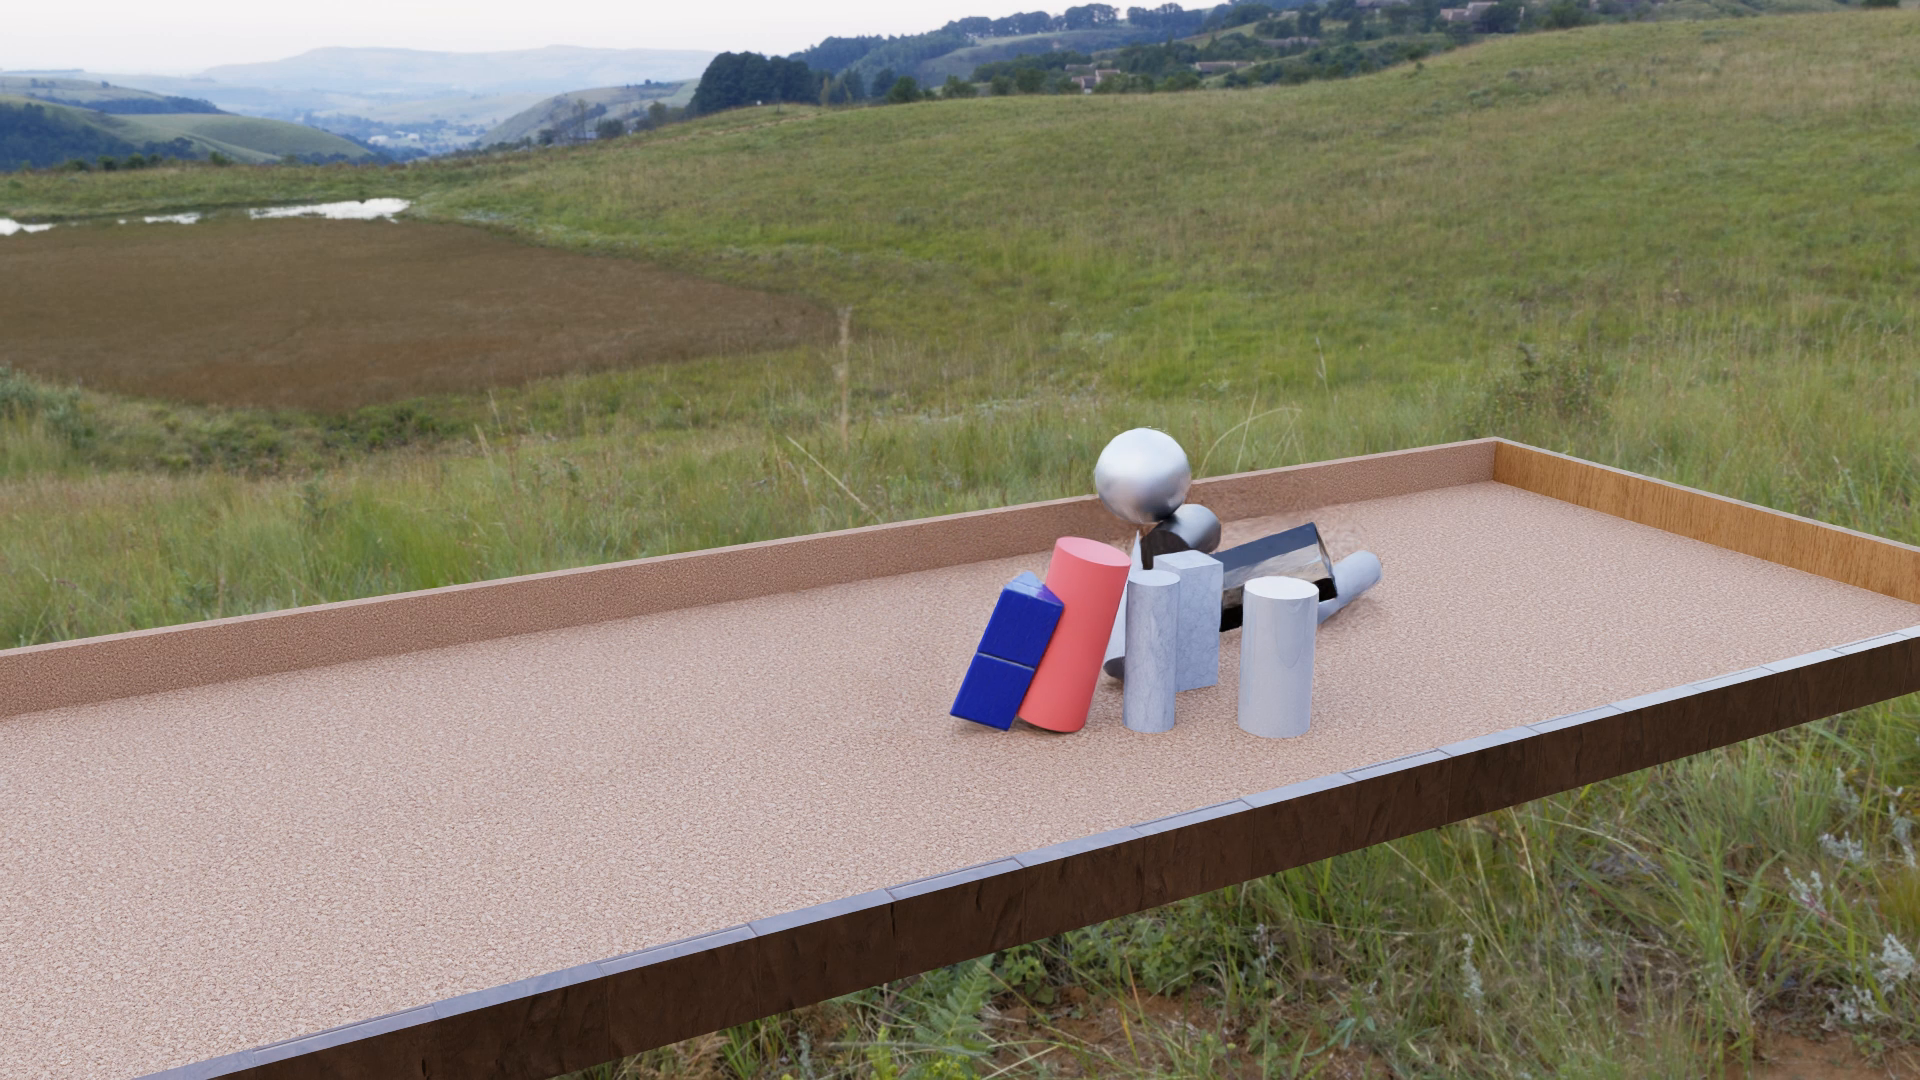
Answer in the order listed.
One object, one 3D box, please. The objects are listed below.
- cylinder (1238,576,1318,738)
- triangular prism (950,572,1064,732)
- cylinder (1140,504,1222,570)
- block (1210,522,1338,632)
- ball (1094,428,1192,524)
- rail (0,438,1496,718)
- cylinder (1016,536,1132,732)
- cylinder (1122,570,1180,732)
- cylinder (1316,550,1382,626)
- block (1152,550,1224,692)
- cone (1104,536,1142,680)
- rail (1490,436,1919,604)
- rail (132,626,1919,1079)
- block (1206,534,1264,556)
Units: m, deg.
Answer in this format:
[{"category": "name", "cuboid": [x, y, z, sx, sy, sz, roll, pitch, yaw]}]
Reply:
[{"category": "cylinder", "cuboid": [0.738, 0.271, 3.834, 0.169, 0.337, 0.169, 0, 16, 0]}, {"category": "triangular prism", "cuboid": [0.102, 0.248, 3.812, 0.144, 0.351, 0.125, 17, 23, -12]}, {"category": "cylinder", "cuboid": [0.663, 0.016, 4.986, 0.178, 0.178, 0.328, 7, 18, 22]}, {"category": "block", "cuboid": [0.784, 0.111, 4.388, 0.392, 0.146, 0.146, -19, 40, 17]}, {"category": "ball", "cuboid": [0.555, -0.193, 5.004, 0.290, 0.290, 0.290, 0, 16, 0]}, {"category": "rail", "cuboid": [-3.305, 0.497, 3.399, 12.000, 0.150, 0.050, -9, 18, -27]}, {"category": "cylinder", "cuboid": [0.257, 0.218, 3.824, 0.179, 0.414, 0.179, 13, 17, -4]}, {"category": "cylinder", "cuboid": [0.444, 0.259, 3.837, 0.122, 0.359, 0.122, 0, 16, 0]}, {"category": "cylinder", "cuboid": [1.036, 0.145, 4.613, 0.107, 0.107, 0.439, 12, 25, 36]}, {"category": "block", "cuboid": [0.562, 0.201, 4.108, 0.123, 0.319, 0.123, -8, 18, -24]}, {"category": "cone", "cuboid": [0.443, 0.147, 4.202, 0.129, 0.129, 0.410, 2, 58, 8]}, {"category": "rail", "cuboid": [2.466, -0.048, 5.253, 0.050, 0.150, 2.100, -9, 18, -27]}, {"category": "rail", "cuboid": [-2.336, 1.006, 1.665, 12.000, 0.150, 0.050, -9, 18, -27]}, {"category": "block", "cuboid": [0.798, 0.091, 4.852, 0.110, 0.110, 0.412, 9, 18, 32]}]
